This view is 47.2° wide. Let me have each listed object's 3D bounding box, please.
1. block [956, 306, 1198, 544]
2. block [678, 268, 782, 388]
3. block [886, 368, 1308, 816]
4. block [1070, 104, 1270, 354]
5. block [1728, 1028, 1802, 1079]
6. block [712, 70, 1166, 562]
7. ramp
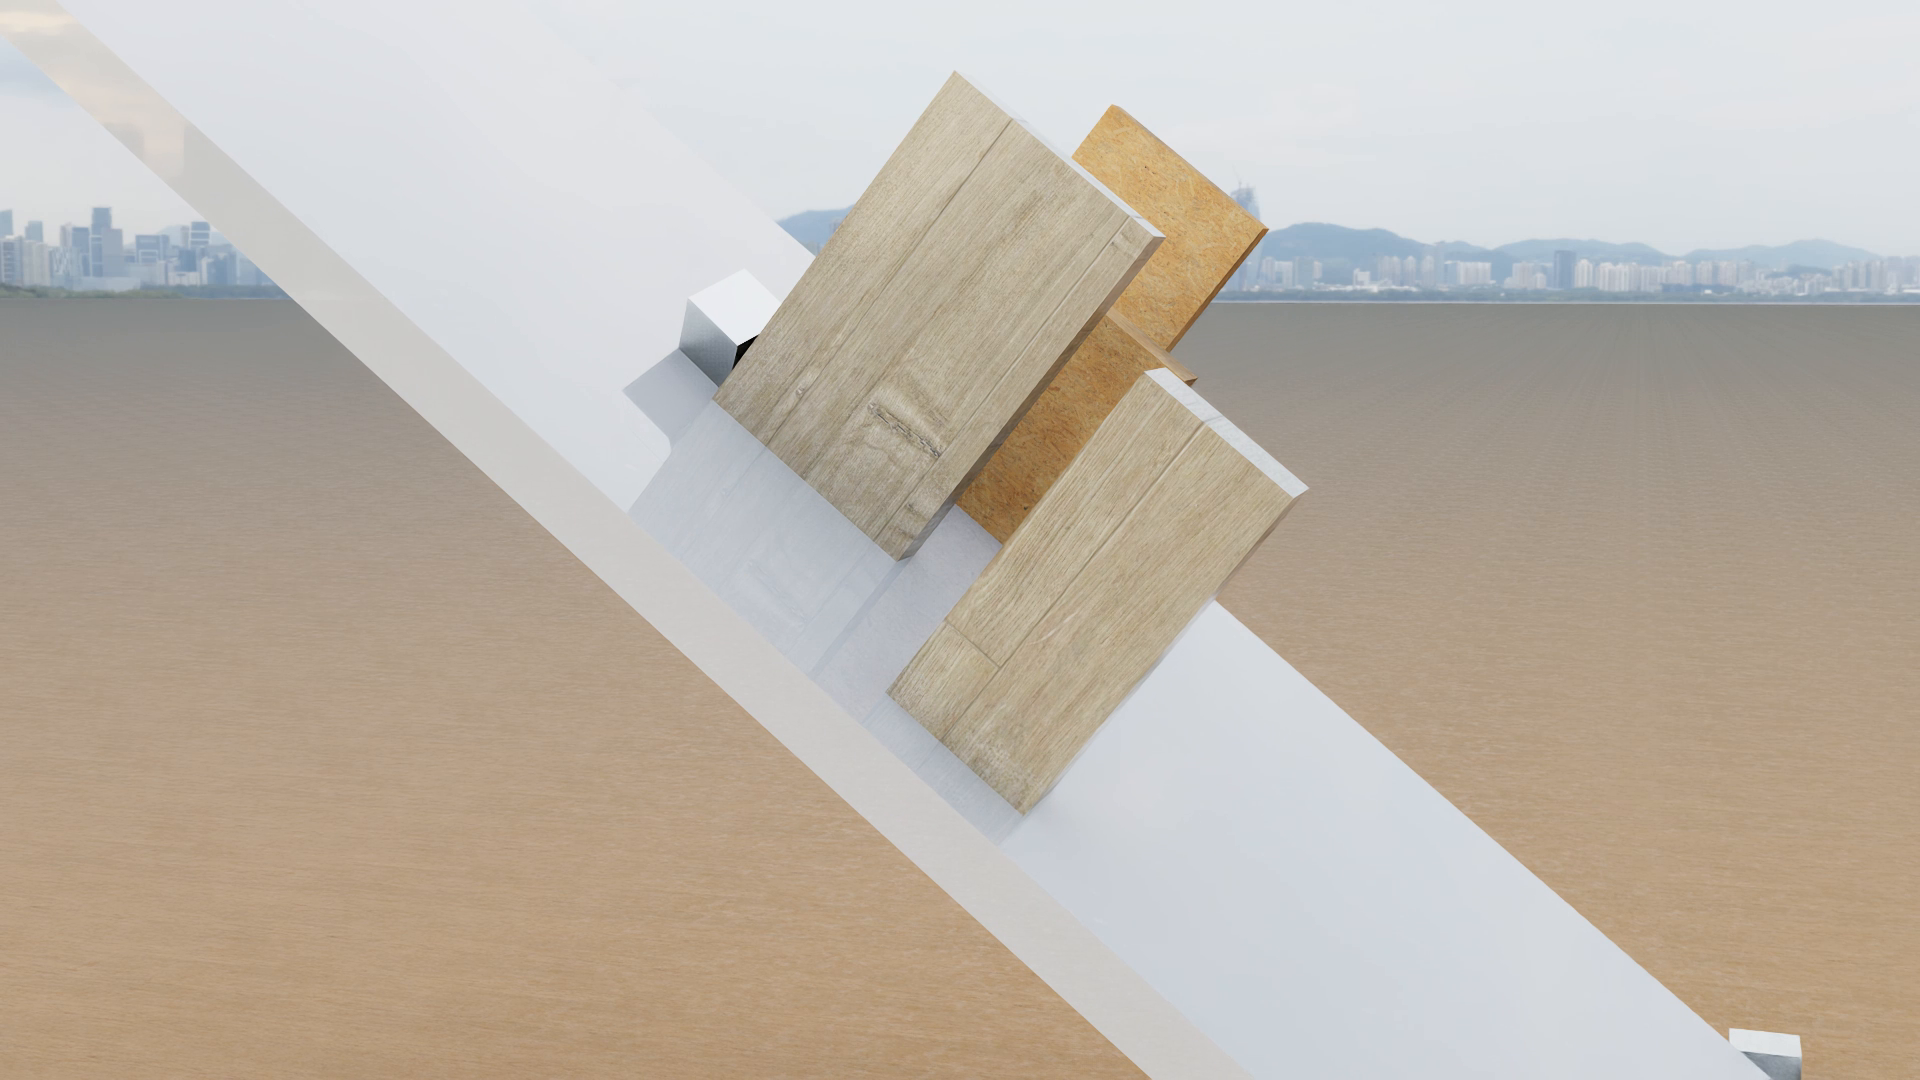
[{"bbox_3d":[0.150,-0.253,4.223,0.387,0.466,0.133,41,16,9],"label":"block"},{"bbox_3d":[-0.394,-0.366,3.860,0.130,0.130,0.130,-34,68,-34],"label":"block"},{"bbox_3d":[0.195,0.074,3.176,0.270,0.606,0.149,41,16,9],"label":"block"},{"bbox_3d":[0.256,-0.494,4.627,0.407,0.731,0.083,41,16,9],"label":"block"},{"bbox_3d":[1.786,1.188,4.888,0.148,0.148,0.148,2,7,18],"label":"block"},{"bbox_3d":[-0.044,-0.371,3.701,0.431,0.698,0.098,41,16,9],"label":"block"},{"bbox_3d":[-0.011,0.061,4.045,4.000,0.100,2.000,41,16,9],"label":"ramp"}]
